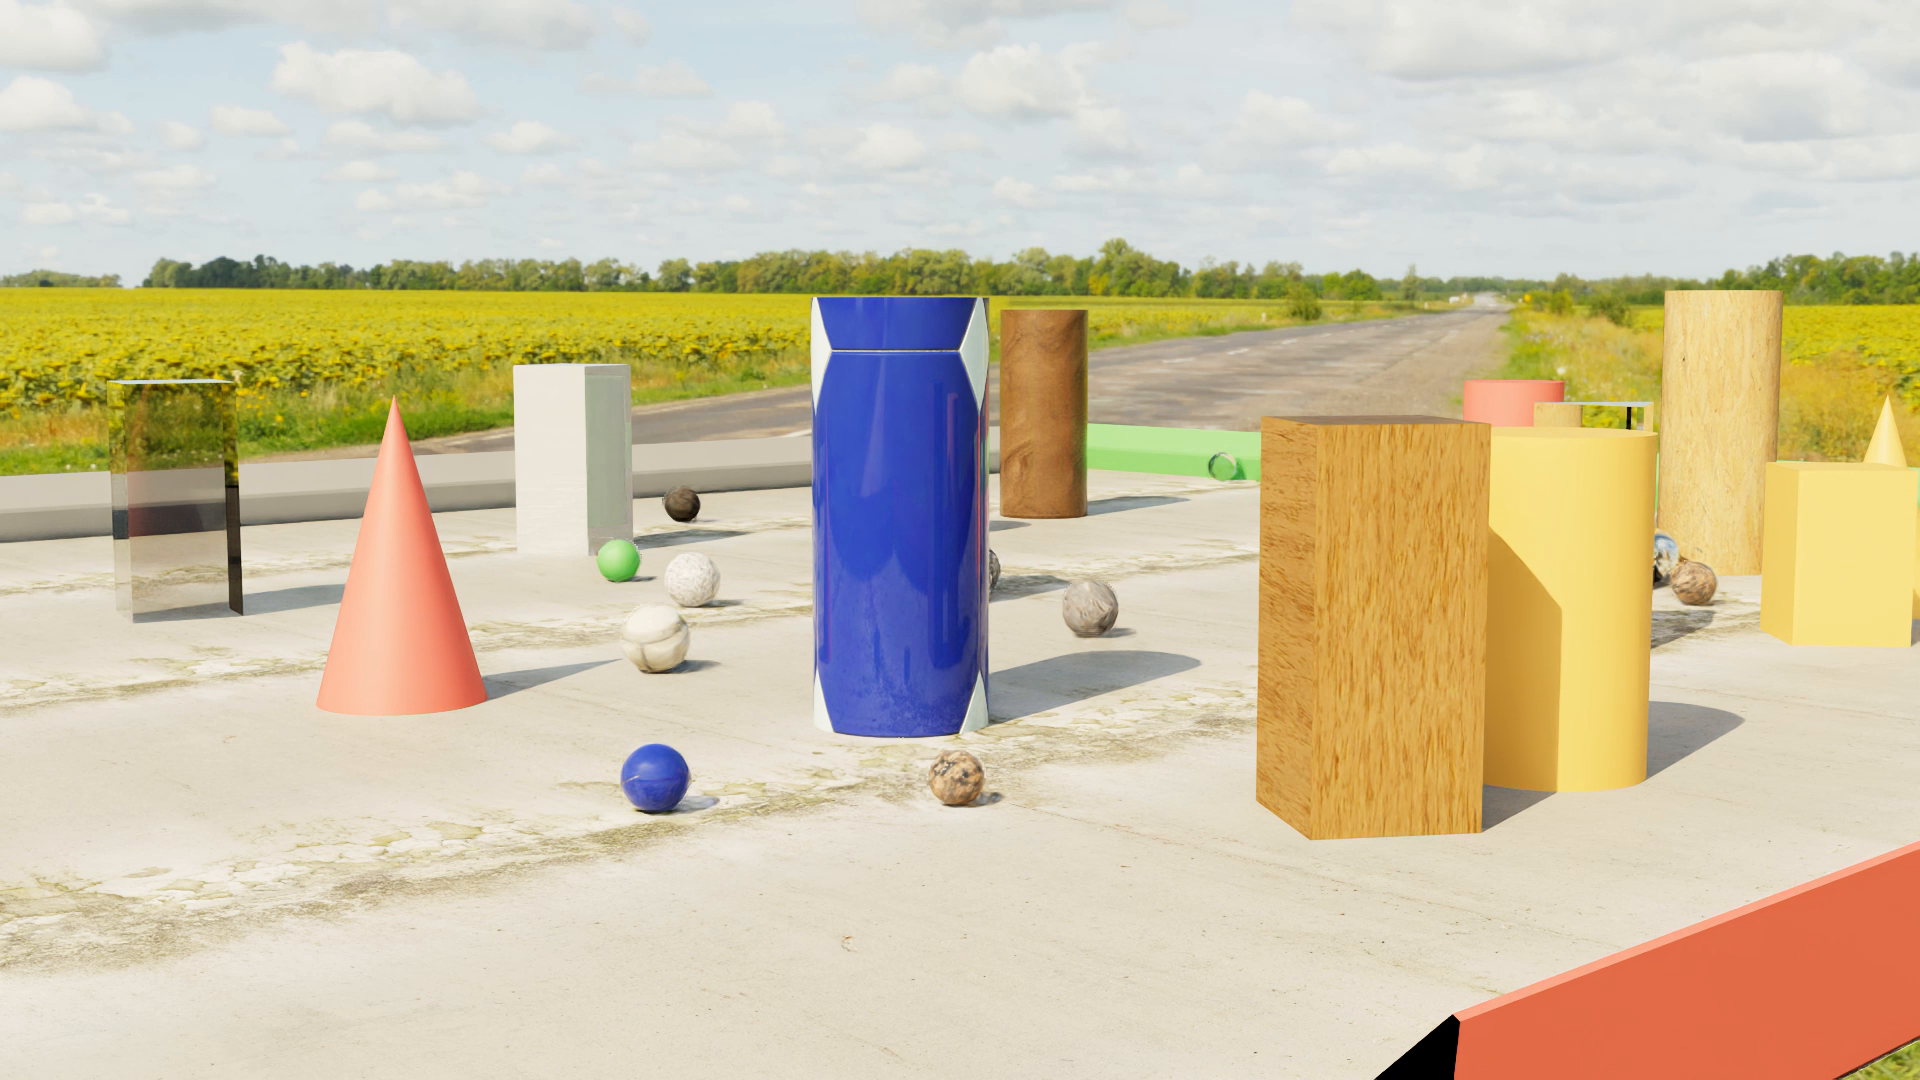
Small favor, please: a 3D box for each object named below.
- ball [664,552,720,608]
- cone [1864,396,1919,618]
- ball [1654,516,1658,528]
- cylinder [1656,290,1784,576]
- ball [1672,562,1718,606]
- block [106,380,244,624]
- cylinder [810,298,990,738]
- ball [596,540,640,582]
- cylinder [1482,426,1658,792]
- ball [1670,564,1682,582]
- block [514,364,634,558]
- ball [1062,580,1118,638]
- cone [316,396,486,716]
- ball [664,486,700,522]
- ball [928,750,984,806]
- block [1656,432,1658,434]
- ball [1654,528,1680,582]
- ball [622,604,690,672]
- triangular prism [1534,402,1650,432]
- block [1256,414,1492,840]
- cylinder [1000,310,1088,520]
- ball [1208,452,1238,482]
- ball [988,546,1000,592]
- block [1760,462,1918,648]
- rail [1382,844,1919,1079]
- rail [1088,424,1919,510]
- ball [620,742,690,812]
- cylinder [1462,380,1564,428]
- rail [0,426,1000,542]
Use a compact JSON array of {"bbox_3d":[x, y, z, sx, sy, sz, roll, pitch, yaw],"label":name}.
[{"bbox_3d":[-0.399,0.059,3.278,0.083,0.083,0.083,0,6,0],"label":"ball"},{"bbox_3d":[1.357,-0.055,3.233,0.189,0.318,0.189,0,6,0],"label":"cone"},{"bbox_3d":[1.214,-0.004,3.873,0.082,0.082,0.082,0,6,0],"label":"ball"},{"bbox_3d":[1.287,-0.185,3.731,0.189,0.473,0.189,0,6,0],"label":"cylinder"},{"bbox_3d":[1.103,0.065,3.303,0.066,0.066,0.066,0,6,0],"label":"ball"},{"bbox_3d":[-1.141,-0.061,3.195,0.152,0.338,0.152,-3,7,-29],"label":"block"},{"bbox_3d":[-0.063,-0.030,2.350,0.189,0.455,0.189,0,6,0],"label":"cylinder"},{"bbox_3d":[-0.556,0.034,3.582,0.069,0.069,0.069,0,6,0],"label":"ball"},{"bbox_3d":[0.564,0.060,2.106,0.189,0.327,0.189,0,6,0],"label":"cylinder"},{"bbox_3d":[1.141,0.059,3.457,0.045,0.045,0.045,0,6,0],"label":"ball"},{"bbox_3d":[-0.706,-0.149,4.023,0.152,0.341,0.152,3,7,24],"label":"block"},{"bbox_3d":[0.177,0.093,2.983,0.077,0.077,0.077,0,6,0],"label":"ball"},{"bbox_3d":[-0.634,0.009,2.484,0.189,0.348,0.189,0,6,0],"label":"cone"},{"bbox_3d":[-0.577,-0.073,4.573,0.074,0.074,0.074,0,6,0],"label":"ball"},{"bbox_3d":[-0.003,0.213,1.974,0.050,0.050,0.050,0,6,0],"label":"ball"},{"bbox_3d":[0.995,-0.049,3.500,0.152,0.251,0.152,-2,6,-19],"label":"block"},{"bbox_3d":[1.122,0.024,3.574,0.090,0.090,0.090,0,6,0],"label":"ball"},{"bbox_3d":[-0.372,0.121,2.692,0.084,0.084,0.084,0,6,0],"label":"ball"},{"bbox_3d":[0.866,-0.021,2.909,0.142,0.320,0.164,-5,8,-39],"label":"triangular prism"},{"bbox_3d":[0.356,0.070,1.913,0.152,0.348,0.152,-1,6,-10],"label":"block"},{"bbox_3d":[0.179,-0.273,4.716,0.189,0.441,0.189,0,6,0],"label":"cylinder"},{"bbox_3d":[0.675,-0.188,5.655,0.075,0.075,0.075,0,6,0],"label":"ball"},{"bbox_3d":[0.017,0.045,3.378,0.089,0.089,0.089,0,6,0],"label":"ball"},{"bbox_3d":[1.181,0.017,2.963,0.152,0.233,0.152,0,6,5],"label":"block"},{"bbox_3d":[1.254,0.175,1.980,4.311,0.123,0.045,-6,8,-42],"label":"rail"},{"bbox_3d":[1.567,-0.120,4.770,0.045,0.123,3.746,-6,8,-42],"label":"rail"},{"bbox_3d":[-0.270,0.210,1.946,0.062,0.062,0.062,0,6,0],"label":"ball"},{"bbox_3d":[1.075,-0.158,4.285,0.189,0.302,0.189,0,6,0],"label":"cylinder"},{"bbox_3d":[-1.254,-0.111,4.684,4.311,0.123,0.045,-6,8,-42],"label":"rail"}]
